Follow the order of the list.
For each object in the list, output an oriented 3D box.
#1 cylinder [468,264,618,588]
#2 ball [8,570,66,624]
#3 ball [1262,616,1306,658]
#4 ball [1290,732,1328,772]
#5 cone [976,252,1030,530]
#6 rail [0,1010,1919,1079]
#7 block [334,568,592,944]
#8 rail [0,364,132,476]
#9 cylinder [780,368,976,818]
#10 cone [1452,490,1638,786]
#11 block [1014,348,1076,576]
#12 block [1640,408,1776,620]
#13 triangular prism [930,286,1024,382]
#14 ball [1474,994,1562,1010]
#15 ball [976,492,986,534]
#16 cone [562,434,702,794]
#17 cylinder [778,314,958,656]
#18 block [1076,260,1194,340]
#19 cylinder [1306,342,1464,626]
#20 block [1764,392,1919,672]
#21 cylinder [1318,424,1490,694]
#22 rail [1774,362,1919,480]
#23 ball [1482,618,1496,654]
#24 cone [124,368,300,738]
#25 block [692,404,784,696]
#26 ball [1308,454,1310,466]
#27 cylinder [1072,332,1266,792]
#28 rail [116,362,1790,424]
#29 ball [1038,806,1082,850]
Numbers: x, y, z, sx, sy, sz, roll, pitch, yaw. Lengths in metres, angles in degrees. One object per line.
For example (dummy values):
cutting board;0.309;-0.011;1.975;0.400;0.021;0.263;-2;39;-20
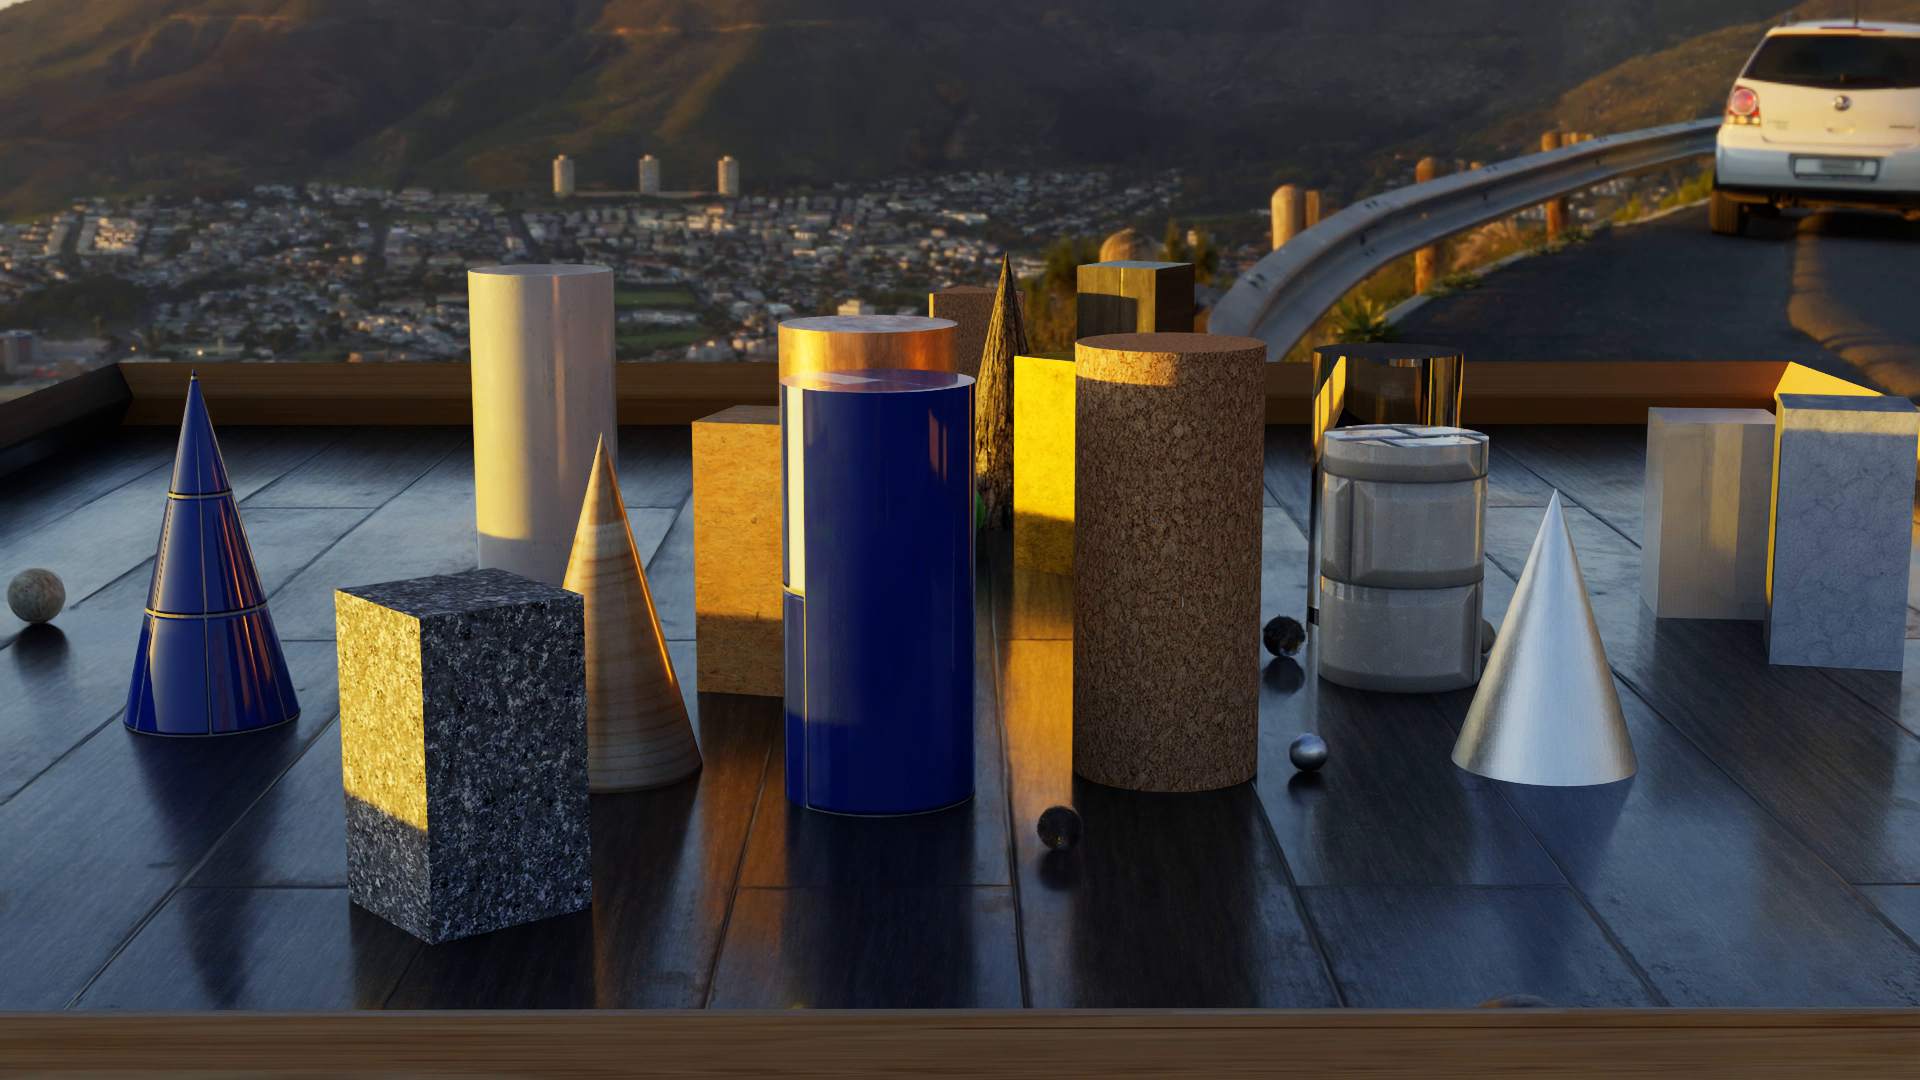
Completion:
cylinder;-0.565;-0.142;3.497;0.194;0.453;0.194;0;11;0
ball;-1.216;0.074;3.378;0.072;0.072;0.072;0;11;0
ball;0.402;0.120;3.184;0.052;0.052;0.052;0;11;0
ball;0.363;0.221;2.673;0.040;0.040;0.040;0;11;0
cone;0.074;-0.246;4.111;0.194;0.434;0.194;0;11;0
rail;0.010;0.360;1.682;3.414;0.126;0.045;0;11;0
block;-0.431;0.182;2.230;0.155;0.279;0.155;-8;13;-38
rail;-1.683;0.034;3.440;0.045;0.126;3.641;0;11;0
cylinder;-0.081;0.048;2.570;0.194;0.418;0.194;0;11;0
cone;0.618;0.090;2.689;0.194;0.293;0.194;0;11;0
block;0.188;-0.115;3.744;0.155;0.310;0.155;9;14;40
block;1.014;-0.038;3.462;0.155;0.262;0.155;1;11;6
triangular prism;0.018;-0.287;4.618;0.168;0.328;0.145;-2;11;-10
ball;0.386;0.361;1.769;0.095;0.095;0.095;0;11;0
ball;-0.010;-0.042;3.937;0.097;0.097;0.097;0;11;0
cone;-0.367;0.064;2.657;0.194;0.355;0.194;0;11;0
cylinder;-0.099;-0.013;2.815;0.194;0.449;0.194;0;11;0
block;0.315;-0.308;4.613;0.155;0.373;0.155;6;12;31
cylinder;0.557;-0.070;3.373;0.194;0.358;0.194;0;11;0
block;1.089;-0.013;3.180;0.155;0.316;0.155;3;11;14
cylinder;0.530;0.019;3.075;0.194;0.291;0.194;0;11;0
rail;1.683;0.031;3.459;0.045;0.126;3.641;0;11;0
ball;0.645;0.120;3.202;0.047;0.047;0.047;0;11;0
cone;-0.847;0.003;2.870;0.194;0.397;0.194;0;11;0
block;-0.214;0.011;3.042;0.155;0.319;0.155;3;11;15
ball;0.651;-0.142;4.575;0.060;0.060;0.060;0;11;0
cylinder;0.215;0.018;2.653;0.194;0.447;0.194;0;11;0
rail;-0.010;-0.296;5.216;3.414;0.126;0.045;0;11;0
ball;0.093;0.270;2.407;0.041;0.041;0.041;0;11;0
